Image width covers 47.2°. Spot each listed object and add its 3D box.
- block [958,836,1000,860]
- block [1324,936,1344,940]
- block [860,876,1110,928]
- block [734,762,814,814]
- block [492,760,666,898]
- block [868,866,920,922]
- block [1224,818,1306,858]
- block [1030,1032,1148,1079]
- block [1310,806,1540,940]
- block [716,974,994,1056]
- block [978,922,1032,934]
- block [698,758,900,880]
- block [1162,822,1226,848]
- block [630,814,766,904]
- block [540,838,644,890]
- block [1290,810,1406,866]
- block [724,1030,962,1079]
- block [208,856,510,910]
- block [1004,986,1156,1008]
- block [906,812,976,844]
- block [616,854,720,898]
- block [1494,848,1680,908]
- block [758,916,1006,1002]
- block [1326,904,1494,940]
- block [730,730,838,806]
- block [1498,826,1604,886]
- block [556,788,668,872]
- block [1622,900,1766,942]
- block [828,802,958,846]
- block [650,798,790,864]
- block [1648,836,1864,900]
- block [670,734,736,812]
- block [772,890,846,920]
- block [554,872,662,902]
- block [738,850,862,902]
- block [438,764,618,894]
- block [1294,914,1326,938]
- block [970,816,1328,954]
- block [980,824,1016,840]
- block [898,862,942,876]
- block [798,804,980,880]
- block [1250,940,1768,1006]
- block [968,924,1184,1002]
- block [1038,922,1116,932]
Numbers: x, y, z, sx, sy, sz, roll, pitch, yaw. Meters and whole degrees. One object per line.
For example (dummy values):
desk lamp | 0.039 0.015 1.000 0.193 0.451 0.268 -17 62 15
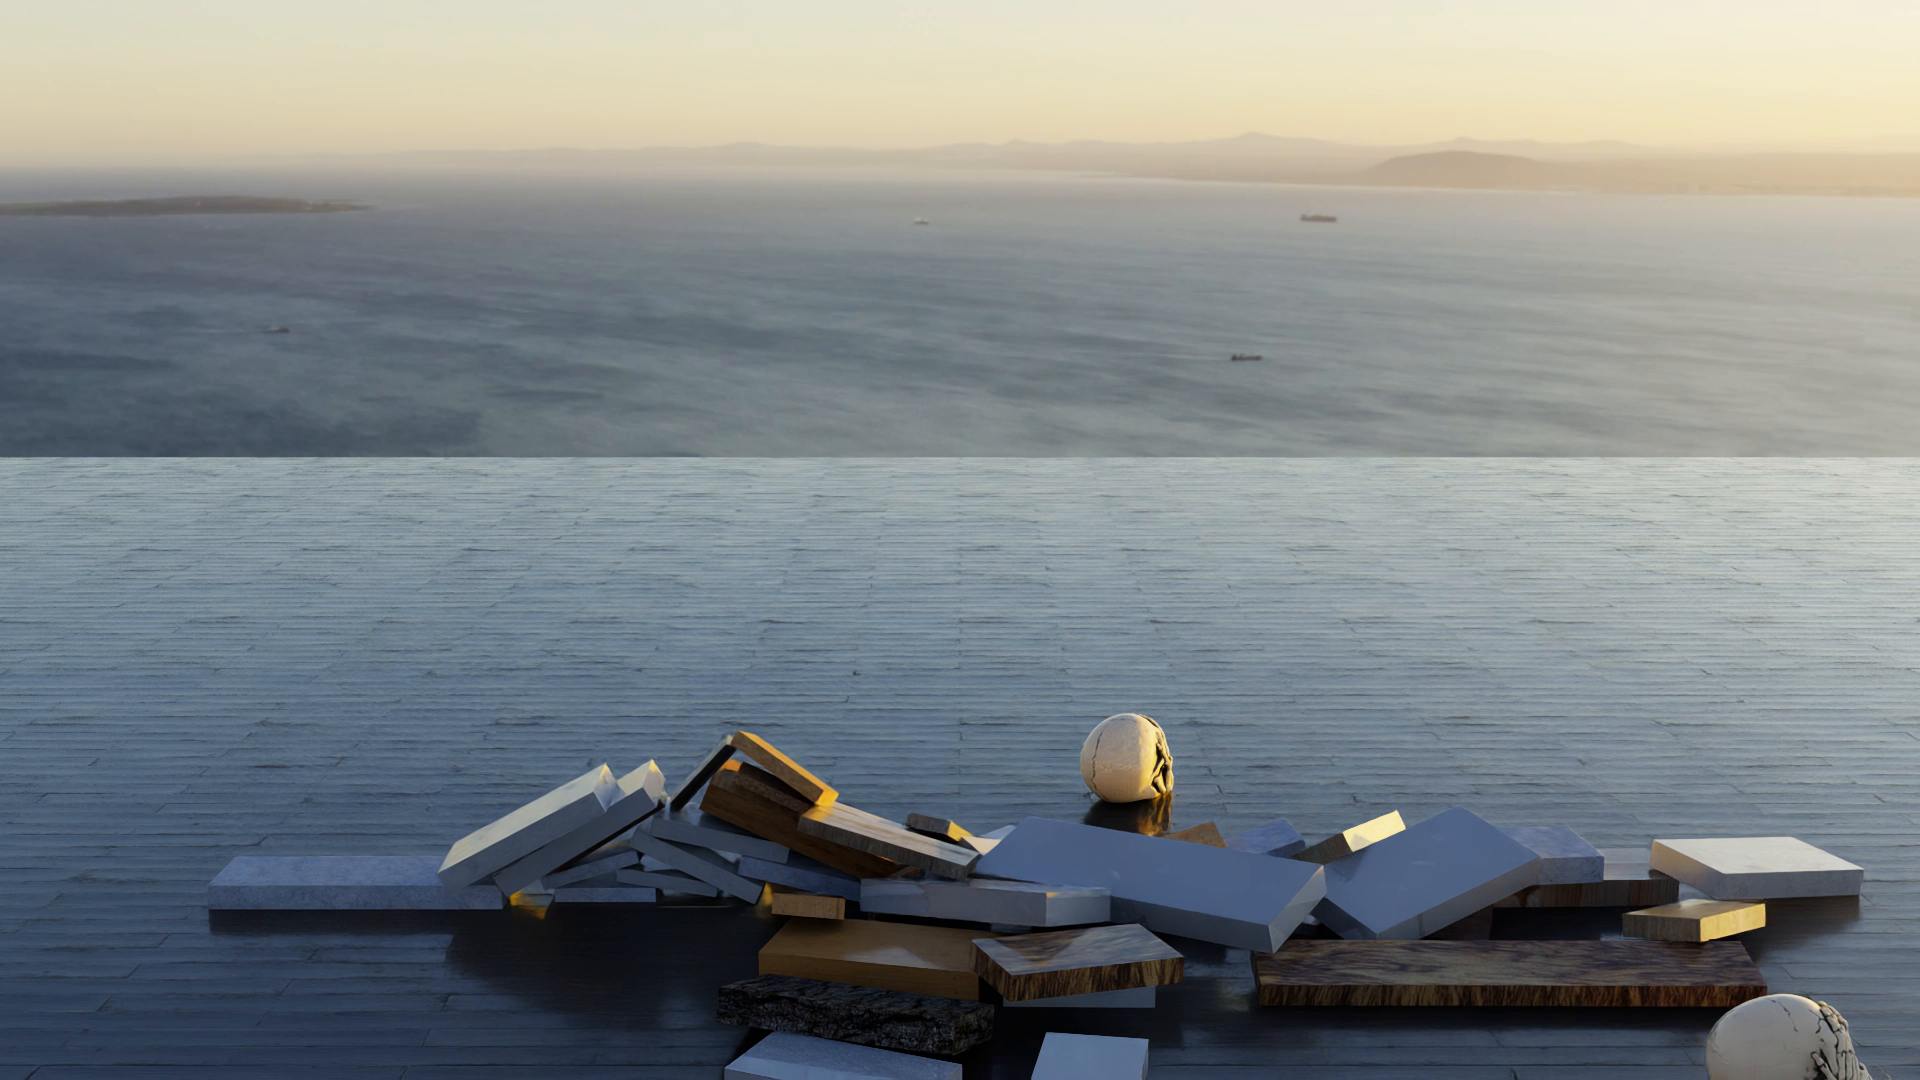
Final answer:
block | 0.087 0.538 3.718 0.171 0.024 0.086 12 12 -34
block | 0.612 0.637 3.361 0.136 0.019 0.068 6 12 30
block | 0.038 0.562 3.436 0.354 0.050 0.177 -2 -7 36
block | -0.307 0.414 3.662 0.138 0.020 0.069 24 10 -2
block | -0.626 0.475 3.631 0.290 0.041 0.145 -31 11 5
block | -0.106 0.576 3.574 0.017 0.062 0.123 7 12 32
block | 0.446 0.535 3.658 0.244 0.035 0.122 -18 10 -3
block | 0.163 0.720 2.863 0.140 0.040 0.280 2 11 10
block | 0.722 0.535 3.461 0.354 0.050 0.177 -17 31 -30
block | -0.144 0.658 3.060 0.347 0.048 0.169 4 -3 19
block | 0.070 0.596 3.413 0.062 0.017 0.123 4 -6 -8
block | -0.262 0.471 3.674 0.337 0.048 0.169 24 10 -4
block | 0.319 0.538 3.657 0.244 0.035 0.122 -17 11 1
block | -0.429 0.527 3.662 0.229 0.032 0.114 25 10 0
block | -0.608 0.536 3.659 0.167 0.024 0.083 -17 10 5
block | 0.625 0.497 3.577 0.122 0.035 0.244 -31 -14 28
block | -0.154 0.713 2.900 0.280 0.040 0.140 5 12 24
block | -0.988 0.570 3.663 0.480 0.041 0.145 0 11 0
block | 0.174 0.653 3.244 0.221 0.031 0.110 0 11 1
block | -0.016 0.513 3.775 0.085 0.024 0.171 7 -20 32
block | -0.482 0.557 3.667 0.167 0.024 0.083 9 10 0
block | 0.970 0.565 3.680 0.413 0.045 0.159 0 11 -2
block | -0.116 0.630 3.321 0.338 0.048 0.169 3 11 14
block | 0.704 0.597 3.441 0.246 0.035 0.123 5 25 16
block | -0.292 0.380 3.658 0.180 0.025 0.090 33 -1 16
block | 0.882 0.526 3.644 0.319 0.045 0.159 -1 11 -7
block | -0.580 0.479 3.644 0.209 0.020 0.069 -32 11 2
block | 1.140 0.589 3.410 0.123 0.035 0.246 -4 -4 42
block | -0.055 0.512 3.699 0.351 0.017 0.062 20 9 -7
block | -0.395 0.481 3.660 0.229 0.032 0.114 12 11 -5
block | 1.324 0.544 3.656 0.319 0.045 0.159 3 11 -27
block | -0.427 0.388 3.662 0.020 0.138 0.069 43 4 -8
block | -0.239 0.573 3.458 0.110 0.031 0.220 5 -8 -4
block | -0.585 0.578 3.668 0.166 0.024 0.083 0 11 0
block | -0.249 0.549 3.664 0.229 0.032 0.114 13 11 -1
block | -0.706 0.472 3.602 0.290 0.041 0.145 -28 12 5
block | 0.567 0.603 3.544 0.068 0.019 0.136 6 12 29
block | 0.290 0.538 3.474 0.551 0.050 0.177 4 26 37
block | 0.126 0.540 3.870 0.171 0.024 0.086 9 14 41
block | -0.034 0.553 3.735 0.073 0.021 0.146 1 1 43
block | -0.116 0.488 3.556 0.283 0.025 0.090 15 10 13
block | 0.803 0.639 3.249 0.733 0.035 0.123 0 21 0
block | 0.170 0.615 3.211 0.280 0.040 0.140 -1 12 -24
block | 0.183 0.609 3.483 0.110 0.031 0.220 -1 11 -6
